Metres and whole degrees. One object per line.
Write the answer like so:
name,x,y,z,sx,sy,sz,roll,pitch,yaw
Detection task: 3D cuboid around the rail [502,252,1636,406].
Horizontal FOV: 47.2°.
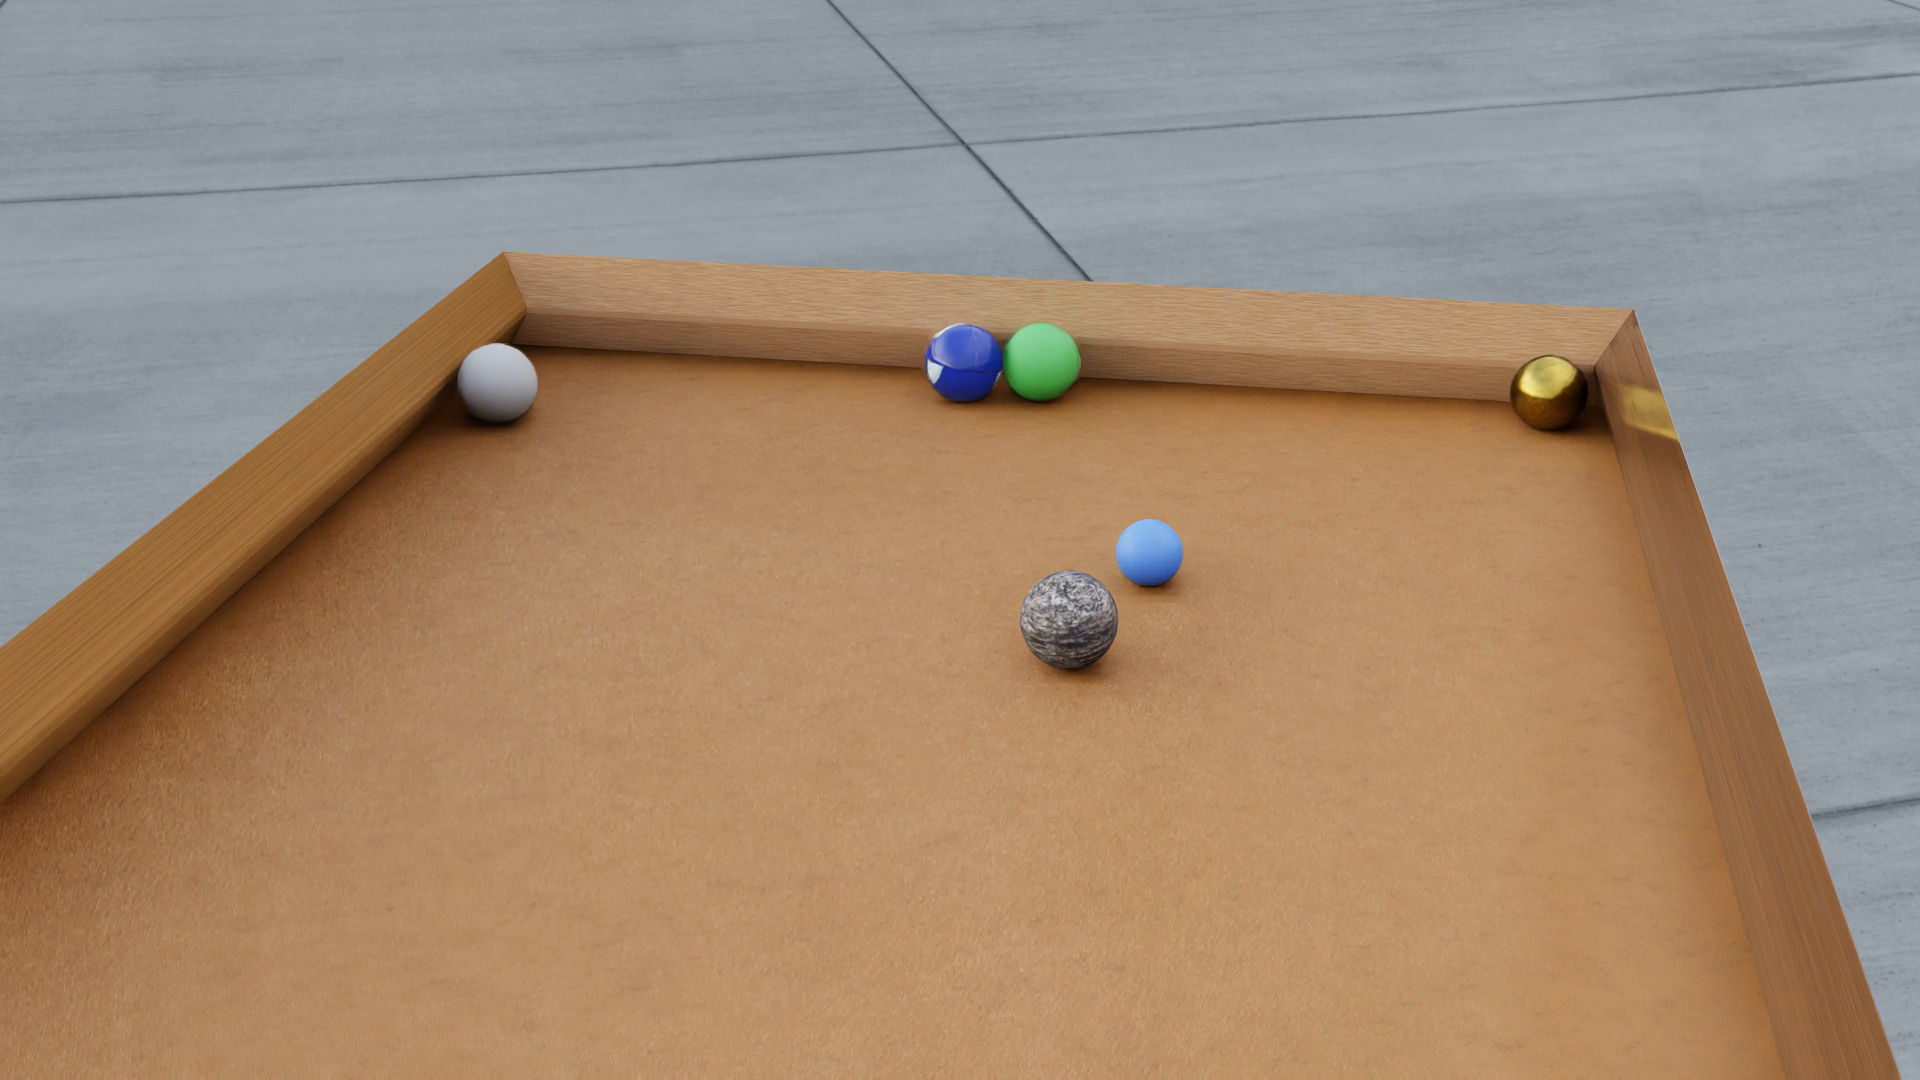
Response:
rail,0.105,-0.263,2.788,1.445,0.126,0.045,4,24,9

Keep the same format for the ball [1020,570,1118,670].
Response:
ball,0.103,0.075,2.070,0.093,0.093,0.093,0,24,0

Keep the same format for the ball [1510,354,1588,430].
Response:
ball,0.708,-0.177,2.640,0.091,0.091,0.091,0,24,0

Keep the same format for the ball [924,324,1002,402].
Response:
ball,0.003,-0.220,2.730,0.097,0.097,0.097,0,24,0

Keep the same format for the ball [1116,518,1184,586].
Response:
ball,0.193,0.013,2.240,0.068,0.068,0.068,0,24,0

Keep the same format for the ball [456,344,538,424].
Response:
ball,-0.560,-0.189,2.661,0.096,0.096,0.096,0,24,0

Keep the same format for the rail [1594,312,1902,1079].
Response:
rail,0.580,0.286,1.550,0.045,0.126,2.557,4,24,9

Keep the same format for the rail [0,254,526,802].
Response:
rail,-0.797,0.190,1.767,0.045,0.126,2.557,4,24,9

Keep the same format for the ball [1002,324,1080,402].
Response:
ball,0.102,-0.221,2.731,0.097,0.097,0.097,0,24,0
